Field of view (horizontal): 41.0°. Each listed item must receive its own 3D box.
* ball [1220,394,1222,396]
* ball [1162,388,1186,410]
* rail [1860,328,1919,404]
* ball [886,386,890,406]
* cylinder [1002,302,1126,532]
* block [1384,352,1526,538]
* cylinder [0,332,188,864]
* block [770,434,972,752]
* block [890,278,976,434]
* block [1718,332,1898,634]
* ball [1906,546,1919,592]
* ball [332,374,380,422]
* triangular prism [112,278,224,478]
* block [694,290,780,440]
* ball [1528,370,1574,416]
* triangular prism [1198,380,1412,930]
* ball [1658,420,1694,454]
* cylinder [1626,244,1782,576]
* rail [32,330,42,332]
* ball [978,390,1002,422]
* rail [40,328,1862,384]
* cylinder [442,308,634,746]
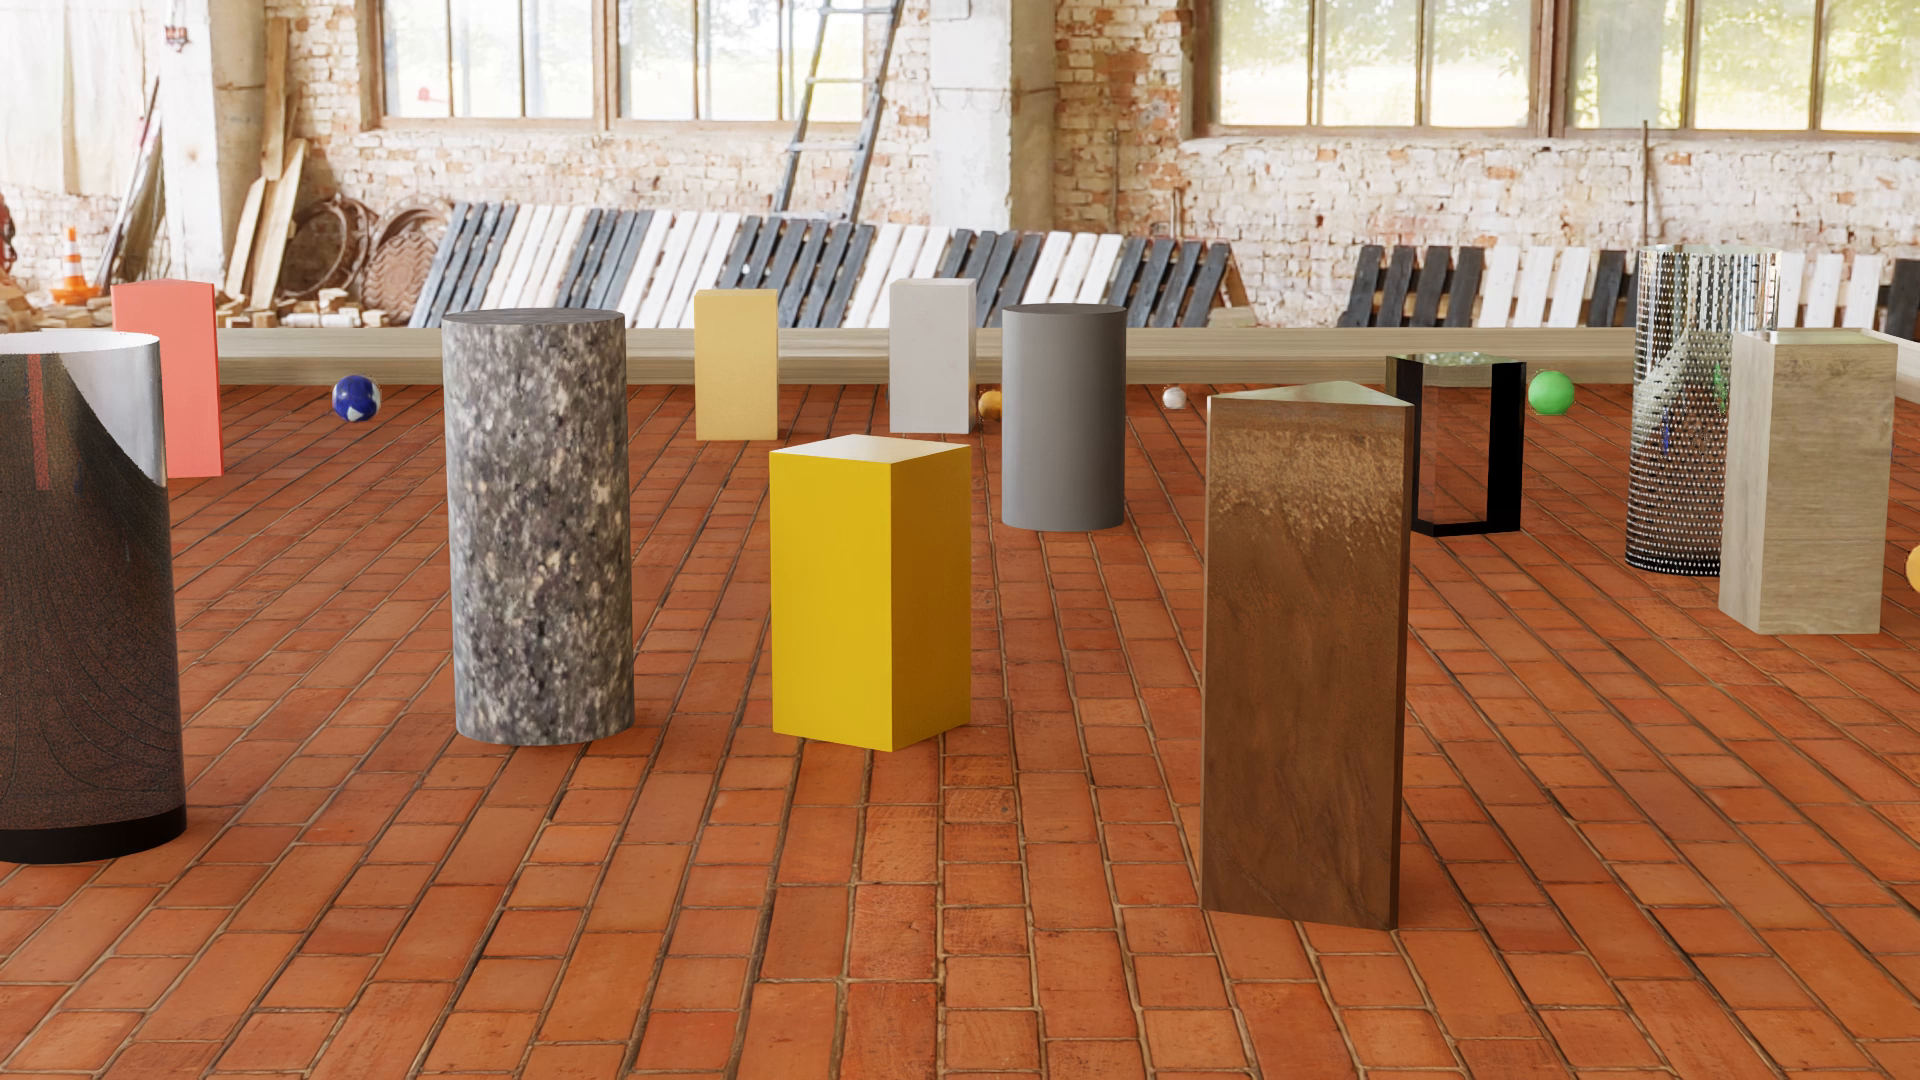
[{"bbox_3d":[0.538,-0.258,5.177,0.075,0.075,0.075,0,10,0],"label":"ball"},{"bbox_3d":[0.459,-0.301,5.476,0.051,0.051,0.051,0,10,0],"label":"ball"},{"bbox_3d":[2.078,0.031,3.461,0.045,0.129,5.039,0,10,0],"label":"rail"},{"bbox_3d":[-0.125,-0.305,5.450,0.068,0.068,0.068,0,10,0],"label":"ball"},{"bbox_3d":[0.167,-0.200,4.125,0.198,0.344,0.198,0,10,0],"label":"cylinder"},{"bbox_3d":[0.785,-0.155,4.085,0.159,0.269,0.159,-4,11,-21],"label":"block"},{"bbox_3d":[-0.846,0.049,2.423,0.198,0.473,0.198,0,10,0],"label":"cylinder"},{"bbox_3d":[-0.097,0.054,2.835,0.159,0.314,0.159,7,12,32],"label":"block"},{"bbox_3d":[-0.054,-0.375,5.197,0.159,0.297,0.159,1,11,6],"label":"block"},{"bbox_3d":[1.111,-0.078,3.371,0.159,0.377,0.159,0,10,-2],"label":"block"},{"bbox_3d":[1.352,0.040,3.549,0.081,0.081,0.081,0,10,0],"label":"ball"},{"bbox_3d":[-1.246,-0.292,5.294,0.099,0.099,0.099,0,10,0],"label":"ball"},{"bbox_3d":[-1.428,-0.295,4.634,0.172,0.344,0.149,-3,11,-15],"label":"triangular prism"},{"bbox_3d":[-0.442,-0.350,5.103,0.159,0.283,0.159,0,10,-2],"label":"block"},{"bbox_3d":[1.243,-0.308,5.389,0.096,0.096,0.096,0,10,0],"label":"ball"},{"bbox_3d":[0.315,0.093,2.245,0.172,0.451,0.149,4,11,20],"label":"triangular prism"},{"bbox_3d":[1.356,-0.196,4.862,0.067,0.067,0.067,0,10,0],"label":"ball"},{"bbox_3d":[1.086,-0.193,3.755,0.198,0.464,0.198,0,10,0],"label":"cylinder"},{"bbox_3d":[-2.078,0.035,3.437,0.045,0.129,5.039,0,10,0],"label":"rail"},{"bbox_3d":[0.070,-0.277,5.307,0.065,0.065,0.065,0,10,0],"label":"ball"},{"bbox_3d":[-0.014,-0.421,5.903,4.203,0.129,0.045,0,10,0],"label":"rail"},{"bbox_3d":[-0.465,-0.020,2.837,0.198,0.457,0.198,0,10,0],"label":"cylinder"}]
